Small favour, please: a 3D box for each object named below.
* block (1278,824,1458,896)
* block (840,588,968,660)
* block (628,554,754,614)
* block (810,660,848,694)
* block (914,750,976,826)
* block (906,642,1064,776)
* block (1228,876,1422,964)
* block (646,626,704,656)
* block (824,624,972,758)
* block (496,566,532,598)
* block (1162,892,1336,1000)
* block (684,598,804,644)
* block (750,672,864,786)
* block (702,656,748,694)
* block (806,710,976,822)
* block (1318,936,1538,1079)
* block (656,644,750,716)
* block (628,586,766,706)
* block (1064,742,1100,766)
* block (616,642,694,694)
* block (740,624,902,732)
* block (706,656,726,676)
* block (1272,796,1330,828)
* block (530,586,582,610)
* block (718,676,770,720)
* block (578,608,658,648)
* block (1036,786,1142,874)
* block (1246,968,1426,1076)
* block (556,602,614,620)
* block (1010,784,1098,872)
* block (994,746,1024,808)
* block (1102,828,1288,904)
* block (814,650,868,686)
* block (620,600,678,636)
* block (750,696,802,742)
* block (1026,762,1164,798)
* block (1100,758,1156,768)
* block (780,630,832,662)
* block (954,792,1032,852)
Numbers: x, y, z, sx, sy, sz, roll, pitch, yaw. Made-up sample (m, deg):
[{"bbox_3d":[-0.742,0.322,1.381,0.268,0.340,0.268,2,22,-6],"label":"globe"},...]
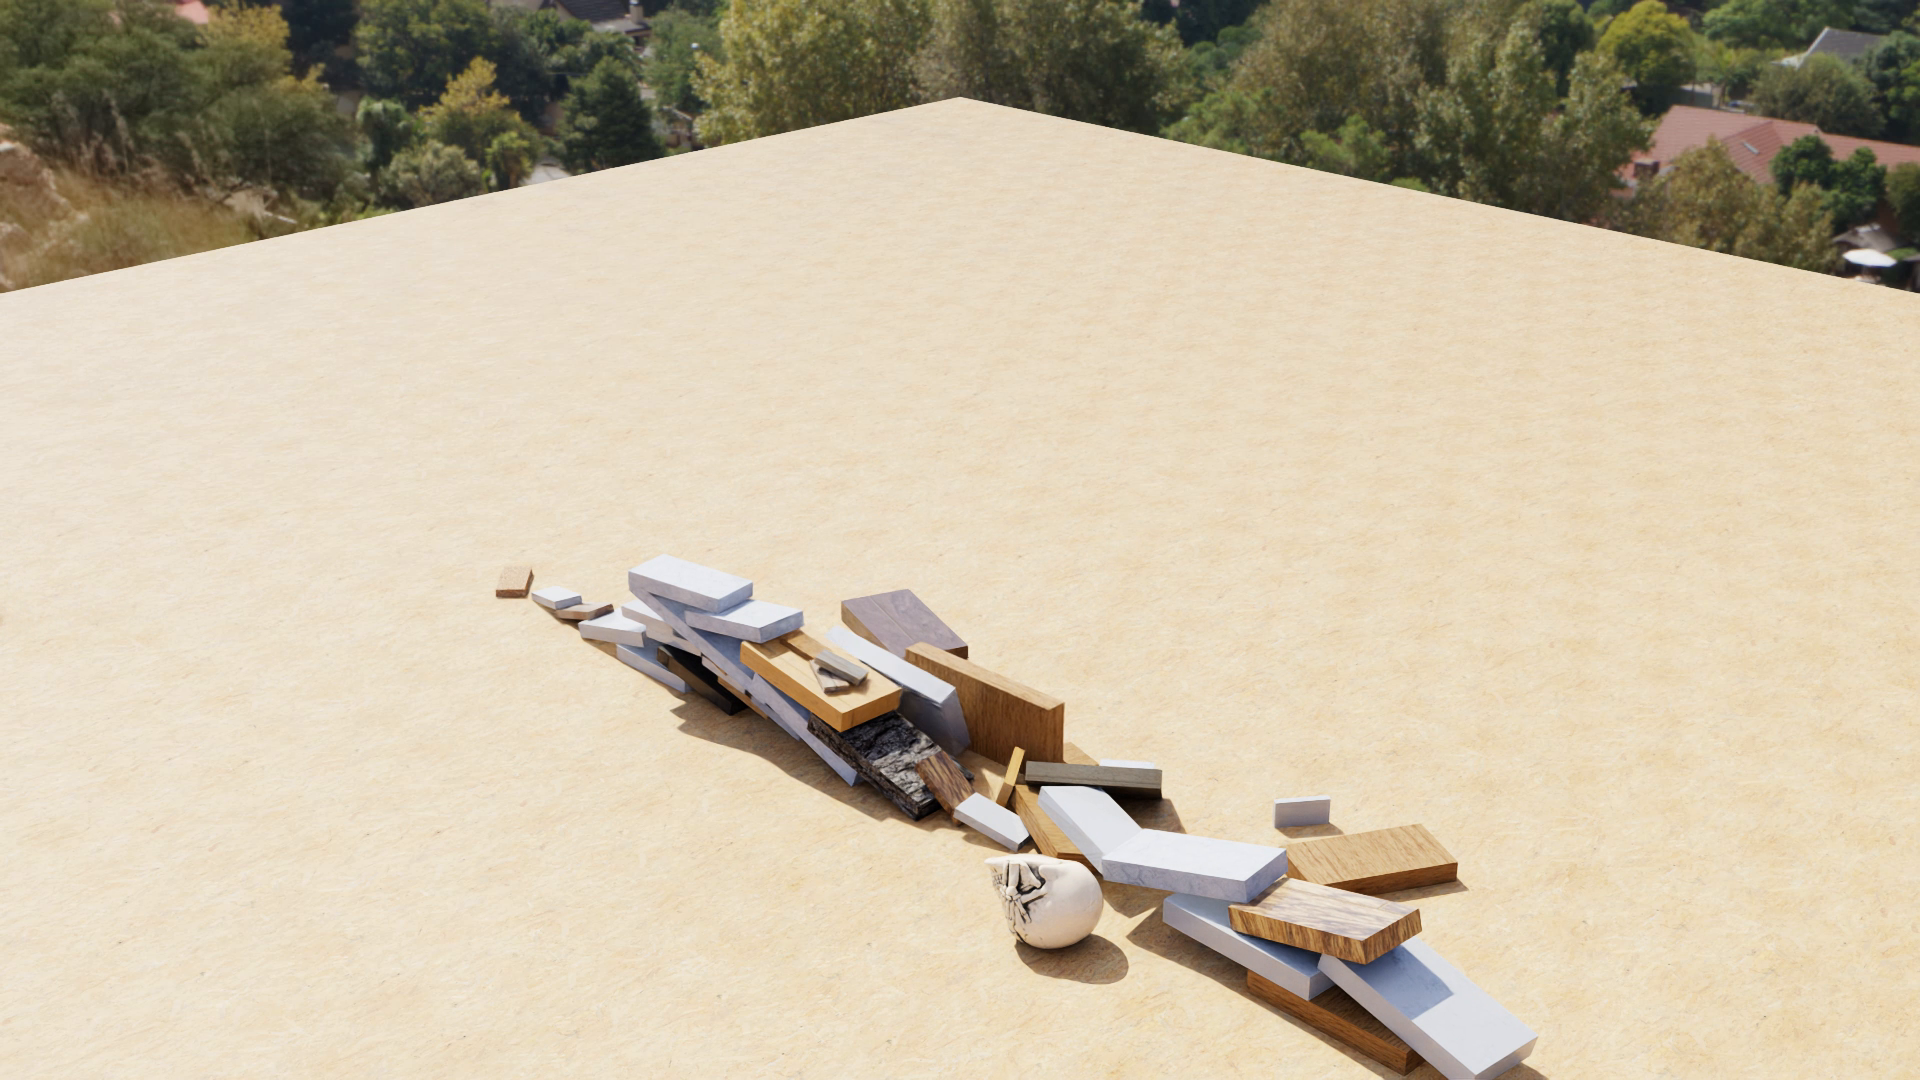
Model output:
[{"bbox_3d":[0.784,0.623,4.236,0.304,0.043,0.152,-7,24,-15],"label":"block"},{"bbox_3d":[-0.134,0.218,5.184,0.176,0.050,0.352,-10,25,-22],"label":"block"},{"bbox_3d":[-0.596,0.096,4.862,0.250,0.035,0.125,16,25,28],"label":"block"},{"bbox_3d":[-0.274,0.282,4.583,0.053,0.015,0.105,-5,31,-20],"label":"block"},{"bbox_3d":[-0.019,0.502,4.444,0.076,0.022,0.152,-22,66,-42],"label":"block"},{"bbox_3d":[0.048,0.365,4.675,0.415,0.176,0.050,21,30,40],"label":"block"},{"bbox_3d":[0.631,0.658,3.817,0.152,0.043,0.304,-19,15,-37],"label":"block"},{"bbox_3d":[-0.612,0.213,4.982,0.194,0.027,0.097,16,27,42],"label":"block"},{"bbox_3d":[-0.138,0.323,4.724,0.352,0.176,0.050,26,56,35],"label":"block"},{"bbox_3d":[-1.113,0.103,5.492,0.071,0.020,0.142,-1,23,-3],"label":"block"},{"bbox_3d":[0.545,0.699,3.930,0.169,0.048,0.338,-20,30,-39],"label":"block"},{"bbox_3d":[-0.469,0.169,4.775,0.250,0.035,0.125,10,23,44],"label":"block"},{"bbox_3d":[-0.274,0.372,4.665,0.328,0.046,0.164,41,42,25],"label":"block"},{"bbox_3d":[-0.492,0.287,4.863,0.078,0.022,0.157,-19,35,-38],"label":"block"},{"bbox_3d":[-0.144,0.439,4.543,0.328,0.046,0.164,37,40,28],"label":"block"},{"bbox_3d":[0.788,0.779,3.716,0.169,0.048,0.338,-18,42,-37],"label":"block"},{"bbox_3d":[-0.551,0.297,4.944,0.251,0.036,0.126,33,38,31],"label":"block"},{"bbox_3d":[-0.535,0.202,4.860,0.467,0.035,0.125,37,39,29],"label":"block"},{"bbox_3d":[0.240,0.463,4.649,0.057,0.016,0.113,-12,26,-27],"label":"block"},{"bbox_3d":[-0.663,0.277,5.063,0.126,0.036,0.251,-21,31,-41],"label":"block"},{"bbox_3d":[-0.296,0.284,4.639,0.164,0.046,0.328,-20,39,-40],"label":"block"},{"bbox_3d":[-0.537,0.222,4.888,0.097,0.027,0.194,-18,45,-39],"label":"block"},{"bbox_3d":[0.684,0.544,4.406,0.113,0.057,0.016,-3,23,-8],"label":"block"},{"bbox_3d":[-0.985,0.140,5.371,0.071,0.020,0.142,-15,16,-32],"label":"block"},{"bbox_3d":[-0.453,0.333,4.863,0.157,0.022,0.078,34,38,26],"label":"block"},{"bbox_3d":[-0.771,0.204,5.163,0.126,0.036,0.251,-22,18,-41],"label":"block"},{"bbox_3d":[0.274,0.562,4.277,0.136,0.039,0.273,3,21,-28],"label":"block"},{"bbox_3d":[0.683,0.800,3.814,0.169,0.048,0.338,-21,30,-40],"label":"block"},{"bbox_3d":[-0.902,0.169,5.287,0.071,0.020,0.142,-21,15,-41],"label":"block"},{"bbox_3d":[0.207,0.568,4.334,0.136,0.039,0.273,6,20,-20],"label":"block"},{"bbox_3d":[0.099,0.493,4.499,0.022,0.076,0.152,22,25,1],"label":"block"},{"bbox_3d":[0.429,0.595,4.028,0.304,0.043,0.152,3,17,38],"label":"block"},{"bbox_3d":[-0.247,0.266,4.589,0.105,0.015,0.053,26,22,11],"label":"block"},{"bbox_3d":[-0.678,0.170,5.033,0.097,0.027,0.194,-21,27,-40],"label":"block"},{"bbox_3d":[-0.374,0.373,4.796,0.157,0.022,0.078,36,39,29],"label":"block"},{"bbox_3d":[0.274,0.487,4.466,0.273,0.039,0.136,3,-15,7],"label":"block"},{"bbox_3d":[0.349,0.483,4.603,0.113,0.016,0.057,3,23,8],"label":"block"},{"bbox_3d":[-0.328,0.227,4.672,0.105,0.015,0.053,29,35,34],"label":"block"},{"bbox_3d":[0.071,0.560,4.370,0.152,0.022,0.076,27,32,24],"label":"block"}]
